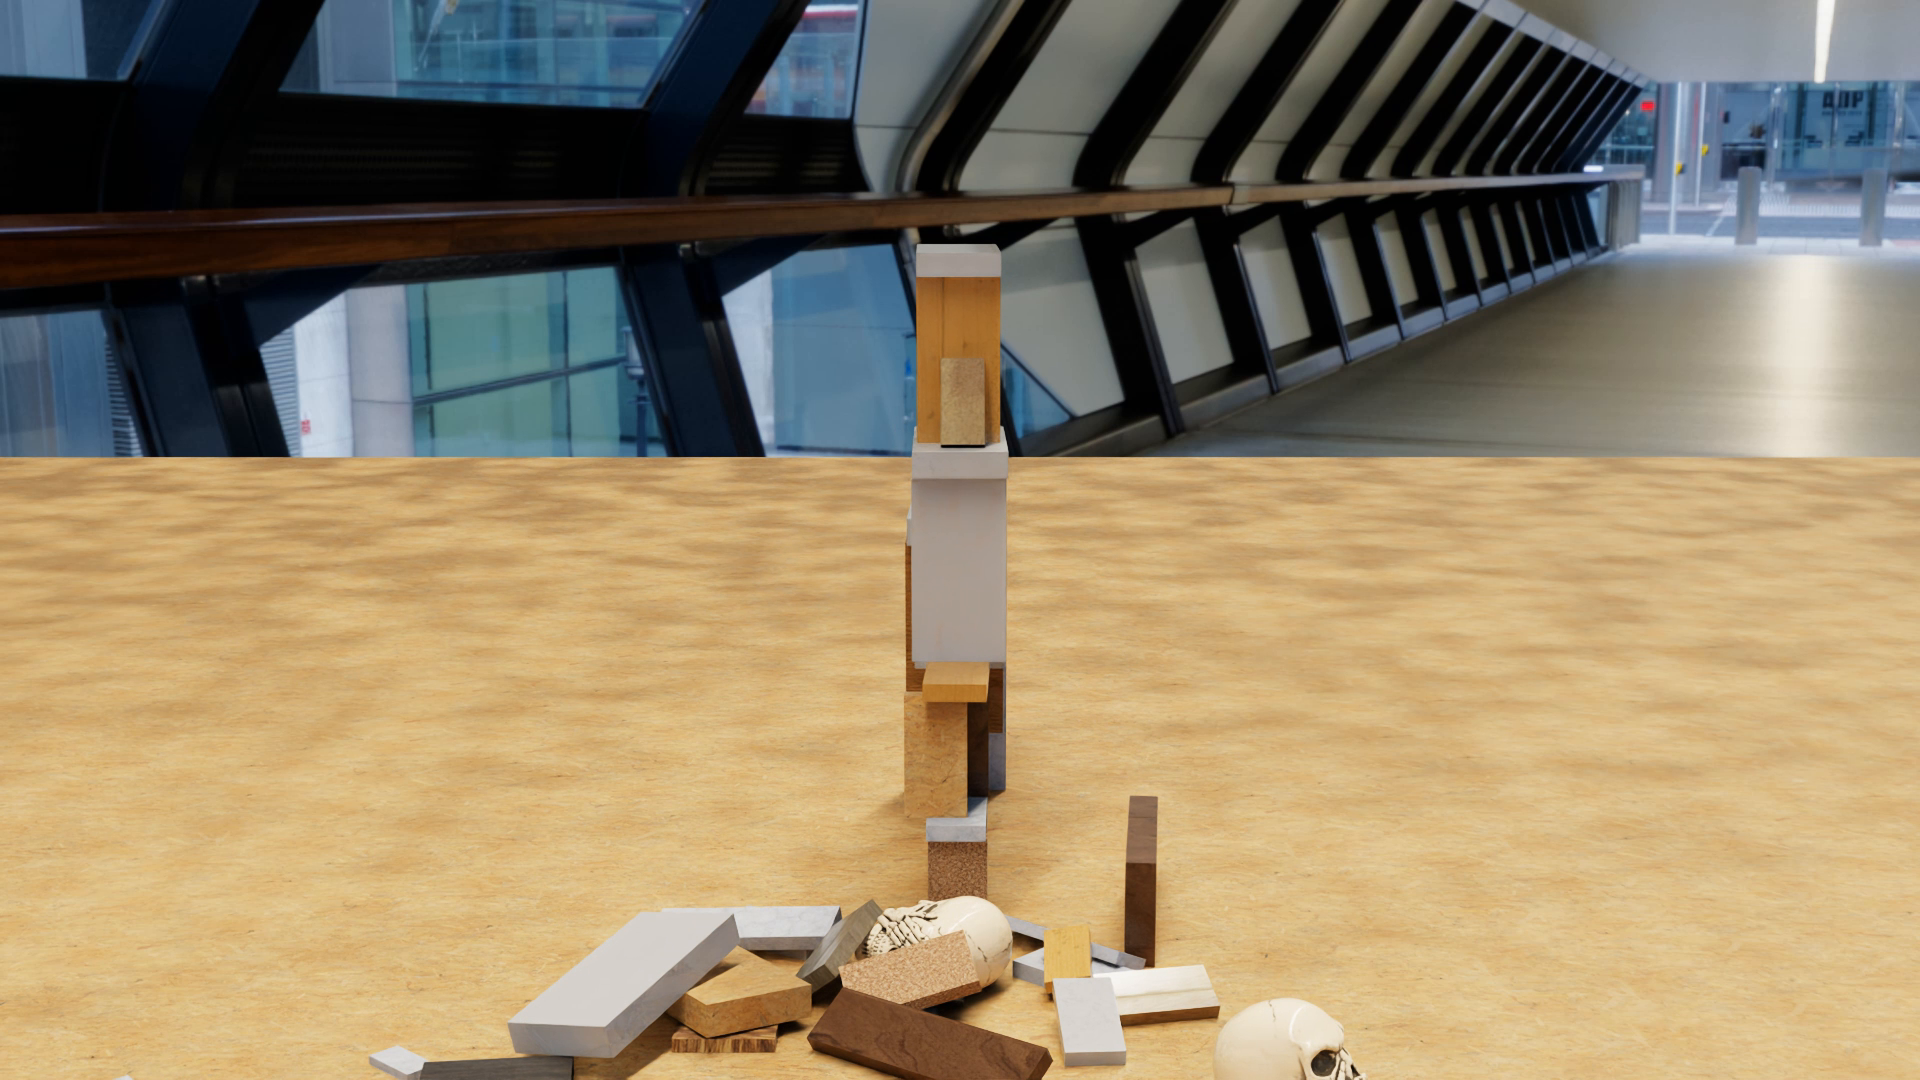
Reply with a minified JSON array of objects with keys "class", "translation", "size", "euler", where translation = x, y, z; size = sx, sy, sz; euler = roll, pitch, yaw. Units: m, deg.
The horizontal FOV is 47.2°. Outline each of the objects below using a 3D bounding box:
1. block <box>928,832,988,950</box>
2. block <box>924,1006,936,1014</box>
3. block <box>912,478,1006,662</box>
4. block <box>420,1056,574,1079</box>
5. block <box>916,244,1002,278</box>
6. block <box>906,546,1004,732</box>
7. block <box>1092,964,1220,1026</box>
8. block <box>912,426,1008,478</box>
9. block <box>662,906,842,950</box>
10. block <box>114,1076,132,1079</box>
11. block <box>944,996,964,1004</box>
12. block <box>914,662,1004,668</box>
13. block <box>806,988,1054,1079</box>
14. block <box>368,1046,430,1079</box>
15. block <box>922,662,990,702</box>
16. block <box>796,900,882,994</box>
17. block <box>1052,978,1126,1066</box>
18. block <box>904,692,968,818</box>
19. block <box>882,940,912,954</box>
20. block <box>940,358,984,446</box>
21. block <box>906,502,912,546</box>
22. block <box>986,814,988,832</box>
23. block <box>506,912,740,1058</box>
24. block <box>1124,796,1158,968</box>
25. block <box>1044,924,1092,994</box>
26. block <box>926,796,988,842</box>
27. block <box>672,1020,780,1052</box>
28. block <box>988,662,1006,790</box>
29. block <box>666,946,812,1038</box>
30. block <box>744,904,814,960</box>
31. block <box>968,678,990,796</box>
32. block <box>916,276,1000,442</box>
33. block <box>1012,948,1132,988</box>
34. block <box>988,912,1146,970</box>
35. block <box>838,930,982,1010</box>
[{"class":"block","translation":[-0.004,0.546,3.408],"size":[0.091,0.183,0.026],"euler":[0,11,0]},{"class":"block","translation":[-0.068,0.687,3.093],"size":[0.071,0.020,0.142],"euler":[0,11,-1]},{"class":"block","translation":[-0.001,0.042,3.455],"size":[0.148,0.296,0.042],"euler":[0,10,1]},{"class":"block","translation":[-0.612,0.718,2.904],"size":[0.197,0.028,0.099],"euler":[-1,11,-7]},{"class":"block","translation":[-0.004,-0.448,3.520],"size":[0.131,0.037,0.262],"euler":[0,11,-1]},{"class":"block","translation":[-0.010,0.173,3.978],"size":[0.175,0.350,0.050],"euler":[0,11,2]},{"class":"block","translation":[0.281,0.656,3.164],"size":[0.167,0.024,0.084],"euler":[-2,34,-13]},{"class":"block","translation":[-0.001,-0.142,3.520],"size":[0.148,0.042,0.296],"euler":[0,11,0]},{"class":"block","translation":[-0.334,0.603,3.411],"size":[0.292,0.024,0.084],"euler":[-3,23,13]},{"class":"block","translation":[-1.137,0.737,2.799],"size":[0.197,0.028,0.099],"euler":[-9,14,-41]},{"class":"block","translation":[-0.067,0.656,3.172],"size":[0.142,0.020,0.071],"euler":[0,-17,3]},{"class":"block","translation":[-0.002,0.036,3.654],"size":[0.148,0.356,0.042],"euler":[0,11,0]},{"class":"block","translation":[-0.044,0.685,2.961],"size":[0.349,0.026,0.093],"euler":[8,44,36]},{"class":"block","translation":[-0.756,0.711,2.982],"size":[0.092,0.013,0.046],"euler":[10,14,42]},{"class":"block","translation":[-0.005,0.214,3.416],"size":[0.097,0.027,0.193],"euler":[0,10,2]},{"class":"block","translation":[-0.186,0.609,3.255],"size":[0.092,0.026,0.185],"euler":[-38,4,30]},{"class":"block","translation":[0.179,0.670,3.064],"size":[0.084,0.024,0.167],"euler":[-1,25,-4]},{"class":"block","translation":[-0.037,0.331,3.391],"size":[0.097,0.194,0.027],"euler":[0,10,0]},{"class":"block","translation":[-0.075,0.638,3.373],"size":[0.046,0.013,0.092],"euler":[-9,14,-39]},{"class":"block","translation":[0.004,-0.215,3.425],"size":[0.068,0.137,0.019],"euler":[0,-7,-1]},{"class":"block","translation":[-0.003,-0.045,4.054],"size":[0.175,0.050,0.350],"euler":[0,10,1]},{"class":"block","translation":[-0.002,0.523,3.527],"size":[0.091,0.183,0.026],"euler":[0,10,1]},{"class":"block","translation":[-0.466,0.619,3.087],"size":[0.165,0.047,0.330],"euler":[-4,16,28]},{"class":"block","translation":[0.289,0.537,3.500],"size":[0.047,0.165,0.343],"euler":[1,11,5]},{"class":"block","translation":[0.160,0.620,3.262],"size":[0.068,0.019,0.137],"euler":[-9,22,6]},{"class":"block","translation":[-0.004,0.432,3.448],"size":[0.091,0.026,0.183],"euler":[0,10,1]},{"class":"block","translation":[-0.326,0.691,3.069],"size":[0.142,0.020,0.071],"euler":[0,11,0]},{"class":"block","translation":[0.001,0.218,4.224],"size":[0.175,0.529,0.050],"euler":[0,10,0]},{"class":"block","translation":[-0.370,0.640,3.199],"size":[0.165,0.047,0.330],"euler":[-4,8,-33]},{"class":"block","translation":[-0.288,0.616,3.455],"size":[0.184,0.026,0.092],"euler":[7,12,32]},{"class":"block","translation":[-0.003,0.311,3.498],"size":[0.097,0.193,0.027],"euler":[0,10,2]},{"class":"block","translation":[-0.003,-0.285,3.461],"size":[0.131,0.262,0.037],"euler":[0,11,-1]},{"class":"block","translation":[0.179,0.649,3.277],"size":[0.186,0.026,0.093],"euler":[10,14,42]},{"class":"block","translation":[0.163,0.617,3.382],"size":[0.264,0.019,0.068],"euler":[9,-12,45]},{"class":"block","translation":[-0.071,0.623,3.123],"size":[0.186,0.026,0.093],"euler":[-16,43,-4]}]
